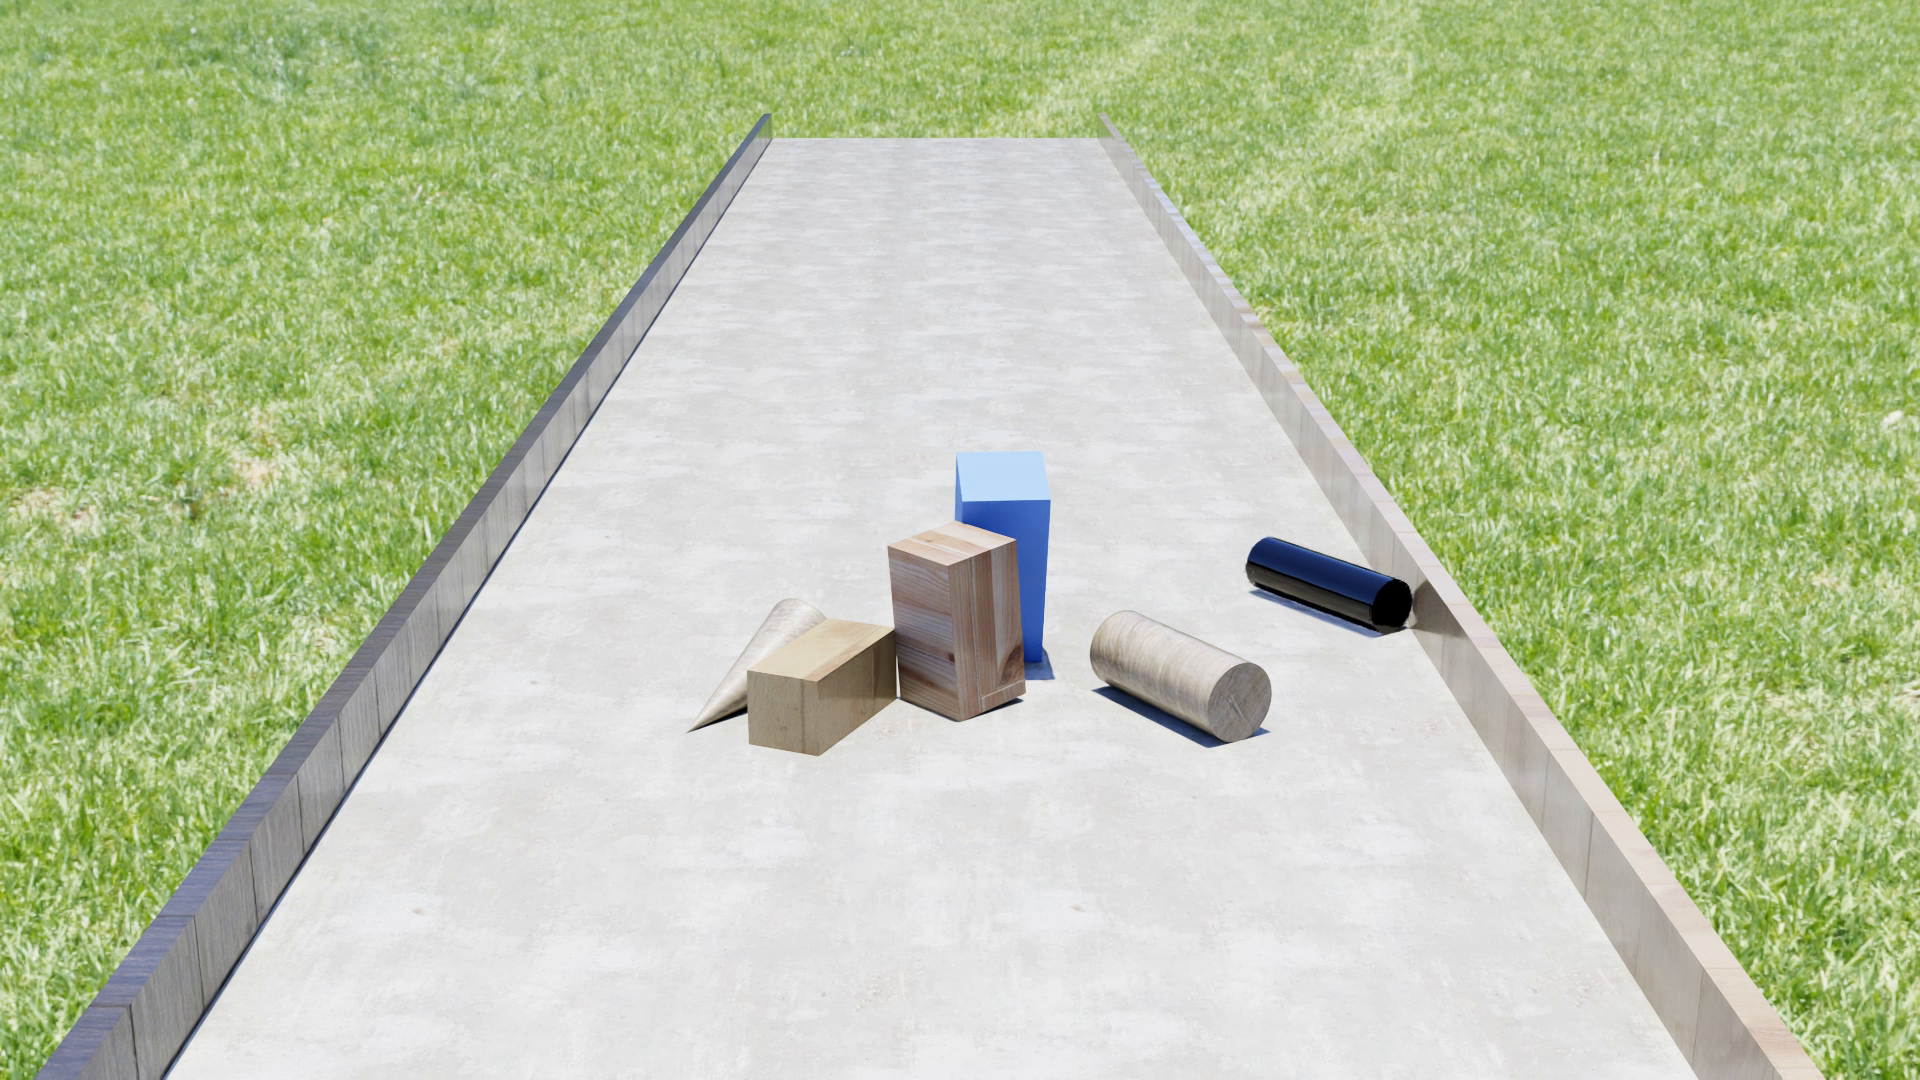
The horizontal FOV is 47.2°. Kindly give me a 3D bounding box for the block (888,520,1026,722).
[{"bbox_3d":[-0.005,0.151,4.145,0.171,0.312,0.171,-20,26,-37],"label":"block"}]

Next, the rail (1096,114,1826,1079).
[{"bbox_3d":[0.932,-0.844,7.801,0.050,0.150,12.000,0,17,-1],"label":"rail"}]

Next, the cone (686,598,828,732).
[{"bbox_3d":[-0.404,0.272,4.166,0.169,0.169,0.376,11,32,32],"label":"cone"}]

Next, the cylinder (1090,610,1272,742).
[{"bbox_3d":[0.409,0.251,4.119,0.151,0.151,0.358,-10,19,-31],"label":"cylinder"}]

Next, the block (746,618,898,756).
[{"bbox_3d":[-0.252,0.268,4.074,0.143,0.143,0.321,7,18,23],"label":"block"}]

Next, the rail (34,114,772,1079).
[{"bbox_3d":[-1.118,-0.838,7.780,0.050,0.150,12.000,0,17,-1],"label":"rail"}]

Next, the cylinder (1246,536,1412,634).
[{"bbox_3d":[0.785,0.094,4.703,0.118,0.118,0.382,-11,20,-33],"label":"cylinder"}]

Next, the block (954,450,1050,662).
[{"bbox_3d":[0.078,0.037,4.352,0.169,0.395,0.169,-1,36,-4],"label":"block"}]
